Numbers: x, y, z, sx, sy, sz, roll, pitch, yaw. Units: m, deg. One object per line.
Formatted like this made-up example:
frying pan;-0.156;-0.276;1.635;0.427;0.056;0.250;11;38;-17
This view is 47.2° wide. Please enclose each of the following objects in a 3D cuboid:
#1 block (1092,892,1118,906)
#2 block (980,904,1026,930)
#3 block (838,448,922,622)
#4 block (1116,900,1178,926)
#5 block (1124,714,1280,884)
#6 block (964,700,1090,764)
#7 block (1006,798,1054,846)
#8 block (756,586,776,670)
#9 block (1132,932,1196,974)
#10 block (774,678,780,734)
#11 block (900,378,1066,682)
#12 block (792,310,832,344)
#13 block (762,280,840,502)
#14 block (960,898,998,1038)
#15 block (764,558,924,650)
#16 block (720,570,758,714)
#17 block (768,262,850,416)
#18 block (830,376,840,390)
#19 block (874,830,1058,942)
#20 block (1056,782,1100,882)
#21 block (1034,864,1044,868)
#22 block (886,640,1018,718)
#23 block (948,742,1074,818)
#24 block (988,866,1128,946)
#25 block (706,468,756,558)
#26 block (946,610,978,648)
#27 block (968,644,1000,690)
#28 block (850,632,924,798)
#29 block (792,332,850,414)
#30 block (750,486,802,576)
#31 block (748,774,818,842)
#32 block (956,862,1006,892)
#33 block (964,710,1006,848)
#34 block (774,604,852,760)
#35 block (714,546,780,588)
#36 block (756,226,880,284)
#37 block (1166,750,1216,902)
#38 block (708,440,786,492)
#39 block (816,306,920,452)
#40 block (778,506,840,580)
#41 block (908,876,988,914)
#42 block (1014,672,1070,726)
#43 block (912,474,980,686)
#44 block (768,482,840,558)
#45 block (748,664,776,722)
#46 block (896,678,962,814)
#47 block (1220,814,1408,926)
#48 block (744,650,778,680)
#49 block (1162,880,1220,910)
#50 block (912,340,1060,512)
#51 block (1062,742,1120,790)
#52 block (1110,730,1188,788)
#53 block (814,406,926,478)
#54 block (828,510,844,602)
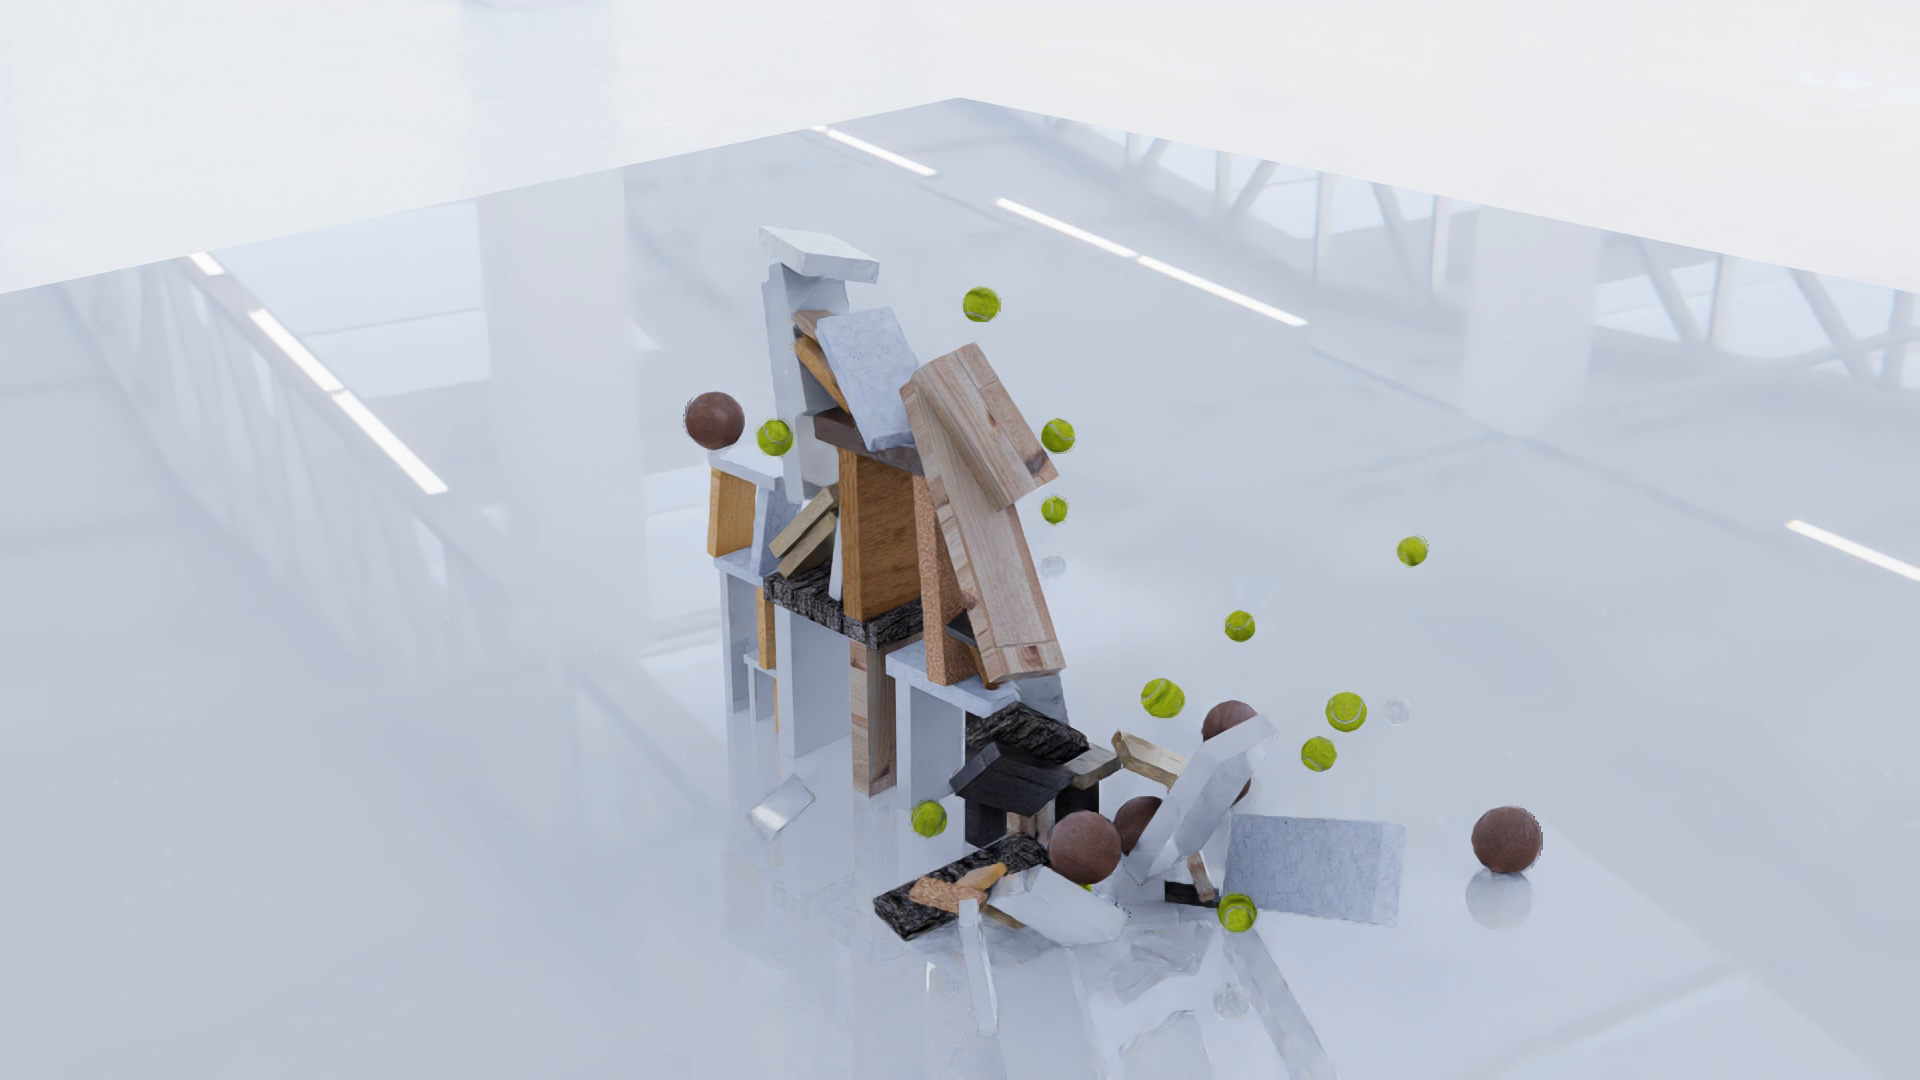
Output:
block;0.226;0.685;4.123;0.131;0.018;0.065;4;23;10
block;0.083;0.686;4.120;0.131;0.018;0.065;20;30;39
block;-0.155;-0.035;4.369;0.050;0.356;0.178;19;29;40
block;0.350;0.695;4.105;0.105;0.015;0.053;-4;23;-9
block;0.420;0.453;3.838;0.168;0.337;0.048;-20;58;-41
block;0.125;0.367;4.034;0.233;0.117;0.033;29;36;-48
block;0.139;0.504;4.292;0.031;0.220;0.110;19;29;37
block;-0.389;0.175;4.716;0.094;0.189;0.027;-20;30;-39
block;0.368;0.747;3.982;0.053;0.015;0.105;-21;31;-40
block;-0.369;0.351;4.763;0.067;0.133;0.019;-21;31;-40
block;0.040;-0.024;4.003;0.149;0.580;0.042;-4;-21;-38
block;-0.240;-0.391;4.276;0.171;0.024;0.085;42;30;28
block;-0.313;-0.304;4.457;0.043;0.444;0.153;-5;2;33
block;0.031;0.705;3.627;0.028;0.200;0.100;-10;15;4
block;-0.225;0.124;4.516;0.347;0.049;0.174;21;31;41
block;-0.476;0.211;4.828;0.094;0.341;0.027;-21;31;-41
block;-0.283;-0.400;4.377;0.153;0.307;0.043;-3;-11;-42
block;-0.156;-0.278;4.244;0.171;0.024;0.085;35;34;19
block;0.012;0.648;4.130;0.335;0.033;0.117;-21;29;-24
block;0.225;0.538;4.211;0.031;0.220;0.110;13;26;33
block;0.167;0.649;4.048;0.018;0.128;0.064;-21;57;4
block;0.007;0.268;4.330;0.292;0.041;0.146;21;31;41
block;0.095;0.441;4.028;0.233;0.117;0.033;24;29;-49
block;0.165;0.644;3.852;0.168;0.048;0.337;30;-17;-5
block;-0.489;-0.072;4.719;0.030;0.209;0.104;30;36;36
block;0.057;0.168;4.076;0.082;0.023;0.165;-39;38;-23
block;0.052;0.199;4.204;0.023;0.165;0.082;1;42;26
block;-0.143;0.338;4.518;0.049;0.347;0.174;21;31;41
block;-0.255;-0.331;4.296;0.024;0.171;0.086;-36;11;23
block;-0.384;-0.033;4.627;0.030;0.209;0.104;32;37;33
block;-0.350;0.526;4.320;0.065;0.131;0.018;51;8;20
block;0.031;0.624;4.030;0.064;0.018;0.128;-37;4;-30
block;0.076;0.448;4.332;0.041;0.292;0.146;21;31;41
block;-0.306;0.274;4.669;0.049;0.347;0.174;21;31;41
block;-0.431;0.058;4.715;0.189;0.027;0.095;21;31;40
block;-0.283;-0.564;4.338;0.153;0.043;0.307;4;16;-24
block;0.432;0.544;4.205;0.028;0.100;0.320;-18;35;6
block;-0.419;-0.157;4.611;0.209;0.030;0.104;21;31;40
block;-0.151;-0.307;4.154;0.149;0.042;0.298;-13;58;-21
block;-0.271;-0.007;4.512;0.118;0.237;0.034;-23;76;-43
block;-0.021;0.639;3.937;0.128;0.018;0.064;12;22;20
block;0.150;0.286;4.114;0.082;0.247;0.023;-21;41;-11
block;0.005;0.056;4.236;0.178;0.420;0.050;-21;26;-41
block;-0.283;-0.049;4.471;0.118;0.237;0.034;-22;75;-45
block;-0.431;0.325;4.823;0.067;0.133;0.019;-21;31;-41
block;-0.062;0.394;4.459;0.041;0.292;0.146;21;31;41
block;0.621;0.581;3.909;0.048;0.168;0.505;12;-10;-22
block;-0.400;0.268;4.764;0.067;0.019;0.133;-21;31;-40
block;0.436;0.669;4.143;0.105;0.015;0.053;8;20;-2
block;0.048;-0.210;4.053;0.149;0.298;0.042;-29;-5;-43
block;0.186;0.408;4.197;0.220;0.031;0.110;20;30;39
block;0.387;0.431;4.187;0.200;0.028;0.100;24;18;-23
block;-0.096;-0.199;4.234;0.356;0.050;0.178;21;31;41
block;-0.199;0.001;4.437;0.034;0.237;0.118;32;37;33
